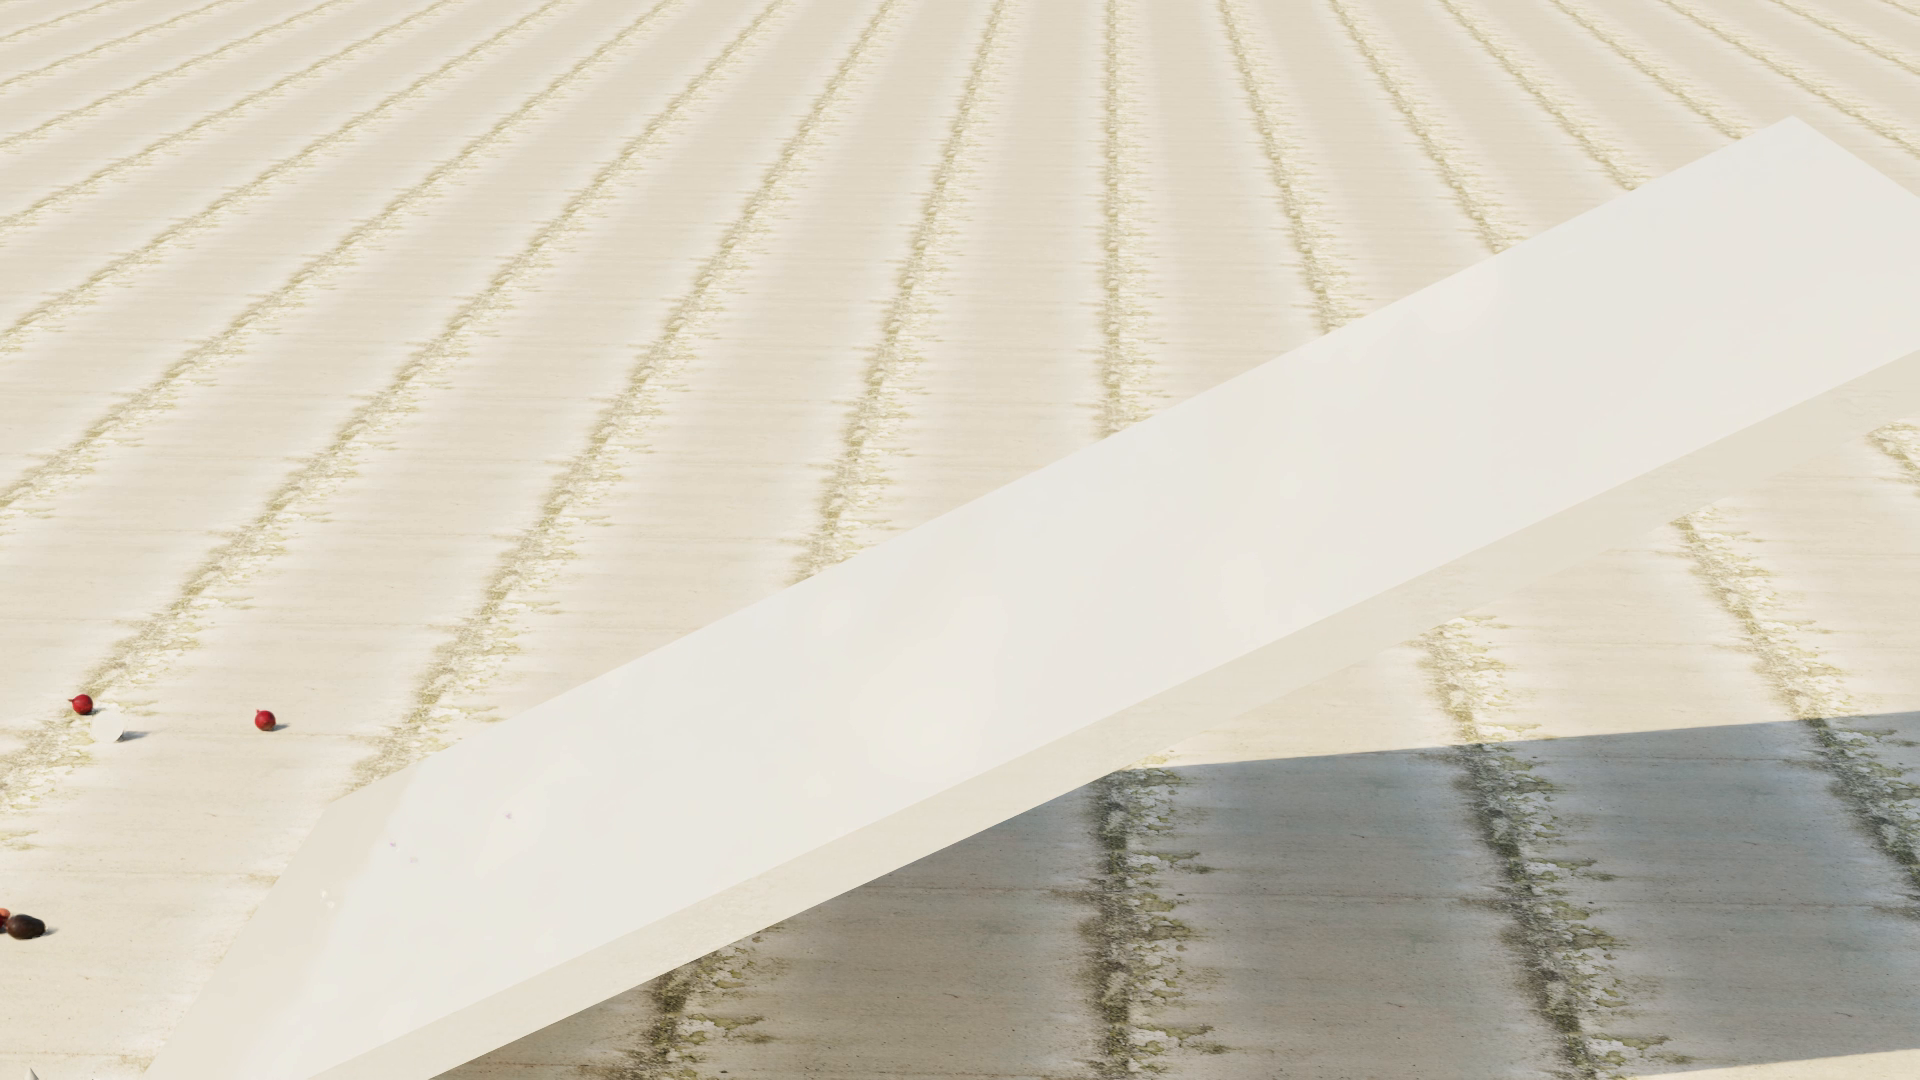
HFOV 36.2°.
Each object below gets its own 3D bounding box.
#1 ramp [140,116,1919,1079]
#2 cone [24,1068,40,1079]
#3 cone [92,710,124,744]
[{"bbox_3d":[0.139,0.168,6.281,4.000,0.100,2.000,-25,14,10],"label":"ramp"},{"bbox_3d":[-1.953,1.141,6.186,0.074,0.074,0.074,0,17,0],"label":"cone"},{"bbox_3d":[-2.384,0.532,8.294,0.093,0.093,0.093,3,-10,8],"label":"cone"}]
